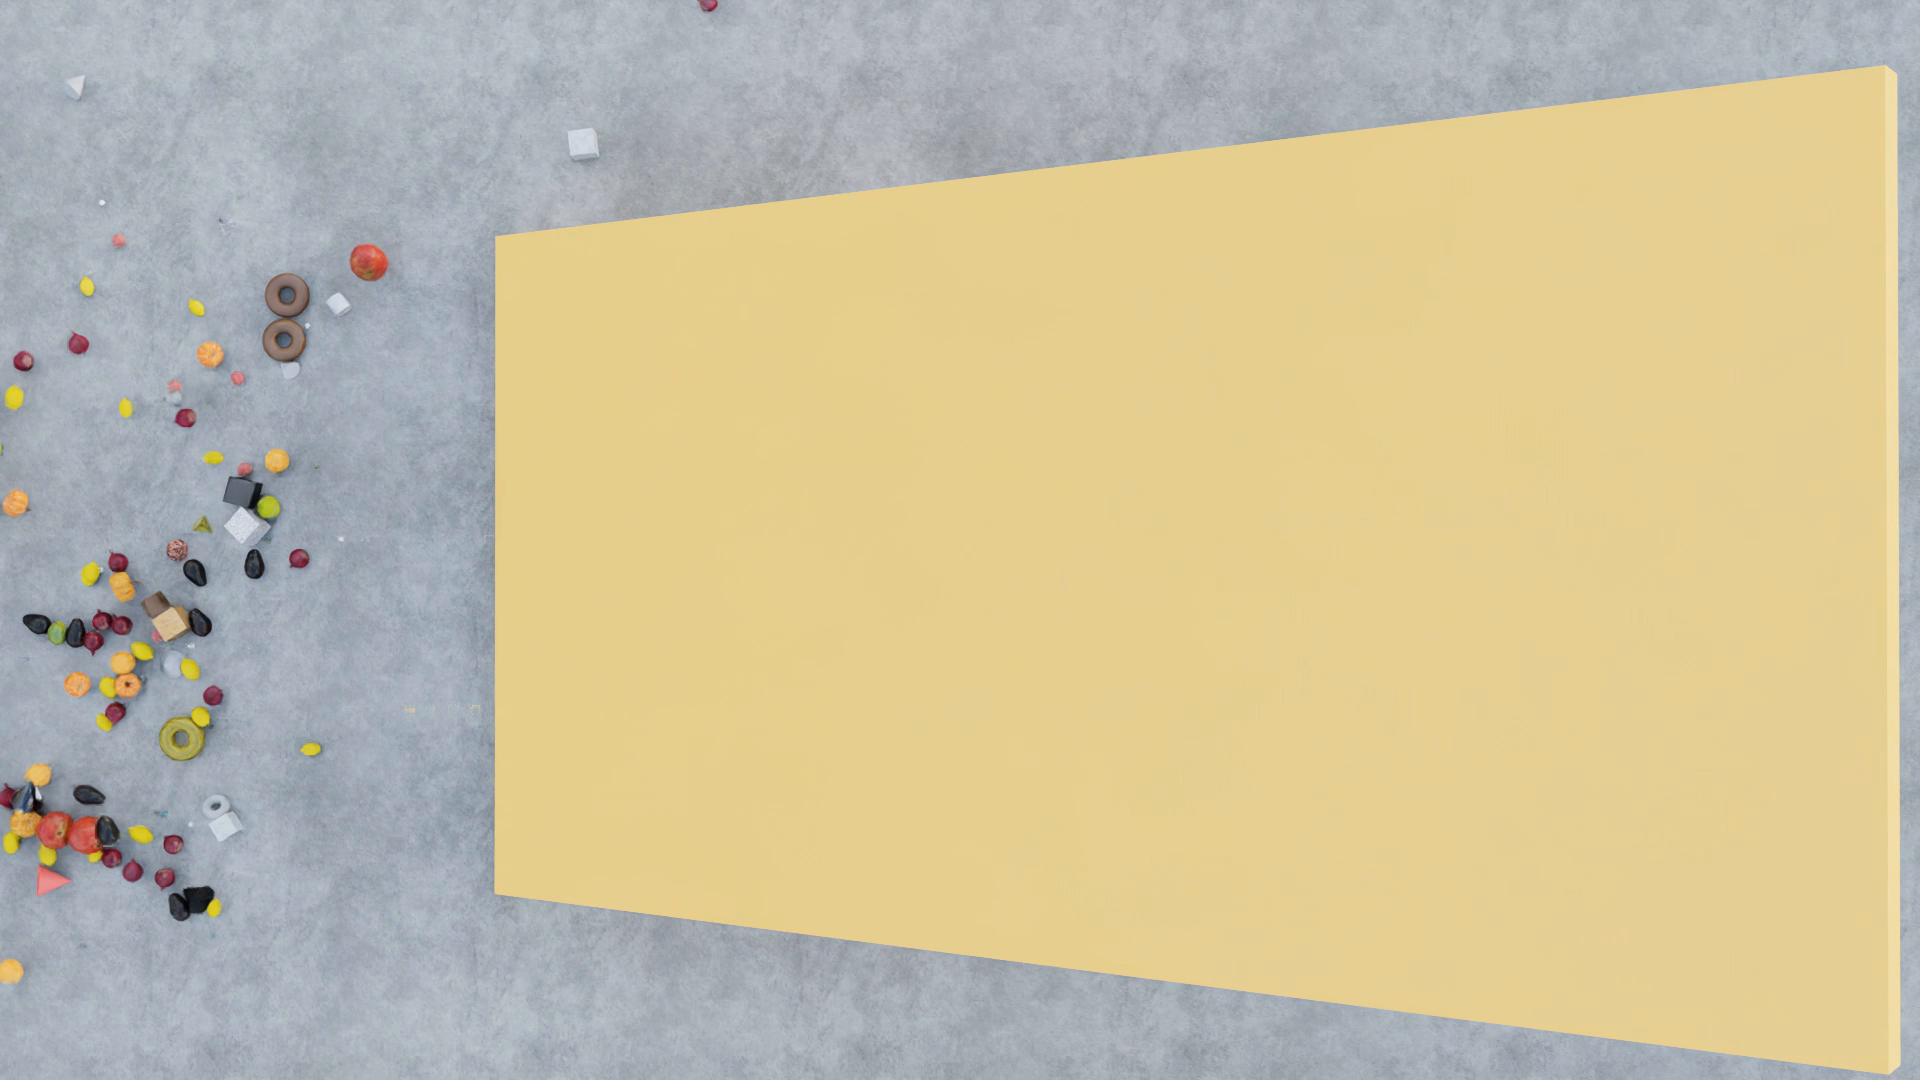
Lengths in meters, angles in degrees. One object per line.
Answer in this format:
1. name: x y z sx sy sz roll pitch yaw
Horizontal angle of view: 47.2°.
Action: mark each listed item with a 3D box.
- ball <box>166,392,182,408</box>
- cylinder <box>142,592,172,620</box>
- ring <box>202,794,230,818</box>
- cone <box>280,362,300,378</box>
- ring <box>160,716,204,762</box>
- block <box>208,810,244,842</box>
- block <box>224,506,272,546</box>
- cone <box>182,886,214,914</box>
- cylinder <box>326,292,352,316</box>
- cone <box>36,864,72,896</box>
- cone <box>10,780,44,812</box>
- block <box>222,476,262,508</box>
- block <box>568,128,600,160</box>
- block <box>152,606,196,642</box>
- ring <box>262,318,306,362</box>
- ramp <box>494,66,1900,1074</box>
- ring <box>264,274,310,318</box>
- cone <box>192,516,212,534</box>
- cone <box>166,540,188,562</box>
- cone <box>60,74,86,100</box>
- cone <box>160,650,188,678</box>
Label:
1. ball: -2.408 -0.430 6.739 0.051 0.051 0.051 0 90 0
2. cylinder: -2.458 0.203 6.735 0.067 0.067 0.067 -33 90 0
3. ring: -2.278 0.817 6.736 0.083 0.028 0.083 0 55 0
4. cone: -2.072 -0.535 6.761 0.059 0.059 0.059 36 90 27
5. ring: -2.386 0.610 6.743 0.140 0.047 0.140 0 90 1
6. block: -2.246 0.877 6.731 0.064 0.064 0.064 -32 90 0
7. block: -2.176 -0.041 6.721 0.081 0.081 0.081 44 93 10
8. cone: -2.354 1.087 6.741 0.092 0.092 0.092 20 90 27
9. cylinder: -1.907 -0.722 6.749 0.053 0.053 0.053 -39 90 0
10. cone: -2.773 1.044 6.740 0.098 0.098 0.098 4 90 -27
11. cone: -2.834 0.763 6.697 0.095 0.095 0.095 29 126 0
12. block: -2.195 -0.146 6.731 0.080 0.080 0.080 15 90 0
13. block: -1.154 -1.214 6.741 0.076 0.076 0.076 -7 90 0
14. block: -2.406 0.257 6.729 0.078 0.078 0.078 -33 90 0
15. ring: -2.075 -0.613 6.753 0.134 0.045 0.134 0 90 -1
16. ramp: 0.240 0.067 5.563 4.000 0.100 2.000 0 89 36
17. ring: -2.066 -0.751 6.753 0.137 0.046 0.137 0 91 -1
18. cone: -2.320 -0.036 6.758 0.056 0.056 0.056 42 90 -26
19. cone: -2.410 0.032 6.736 0.068 0.068 0.068 0 90 0
20. cone: -2.715 -1.408 6.764 0.074 0.074 0.074 32 63 0
21. cone: -2.420 0.383 6.724 0.085 0.085 0.085 0 90 0
